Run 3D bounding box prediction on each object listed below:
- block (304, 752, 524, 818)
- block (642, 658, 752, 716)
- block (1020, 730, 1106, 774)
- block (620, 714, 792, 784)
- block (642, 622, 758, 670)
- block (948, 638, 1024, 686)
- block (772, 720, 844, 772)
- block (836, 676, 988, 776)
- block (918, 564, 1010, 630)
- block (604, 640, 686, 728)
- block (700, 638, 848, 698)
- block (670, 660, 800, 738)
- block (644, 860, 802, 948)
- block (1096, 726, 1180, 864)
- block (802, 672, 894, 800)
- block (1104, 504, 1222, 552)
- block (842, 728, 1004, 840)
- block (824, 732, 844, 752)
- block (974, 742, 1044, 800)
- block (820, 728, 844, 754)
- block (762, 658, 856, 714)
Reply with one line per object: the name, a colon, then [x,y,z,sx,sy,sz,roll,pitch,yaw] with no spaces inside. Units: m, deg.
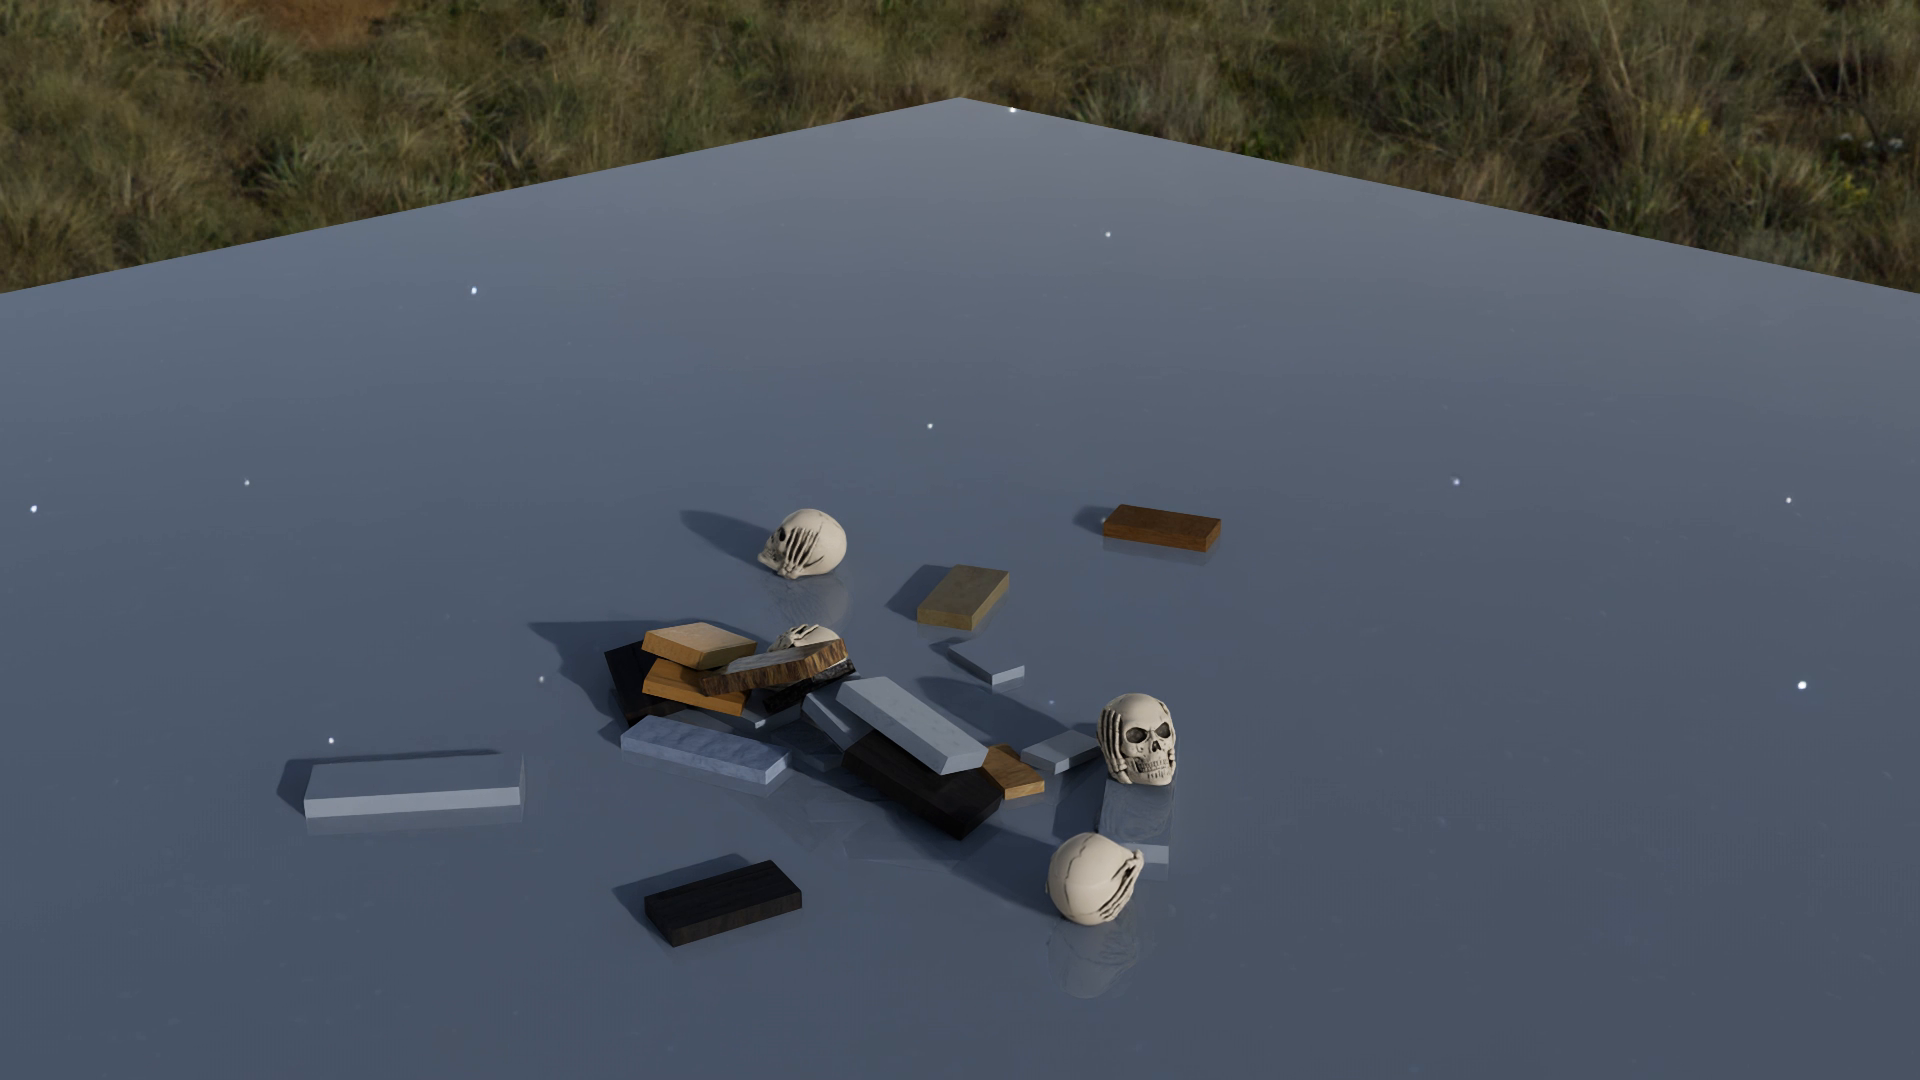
block: [-1.118,0.503,4.522,0.427,0.042,0.147,-3,23,-7]
block: [-0.573,0.322,4.812,0.220,0.031,0.110,14,24,3]
block: [0.218,0.447,4.641,0.090,0.026,0.180,18,21,35]
block: [-0.540,0.444,4.675,0.359,0.031,0.110,11,25,24]
block: [-0.588,0.239,4.988,0.147,0.042,0.293,19,8,17]
block: [0.059,0.279,5.071,0.090,0.026,0.180,-15,27,-31]
block: [-0.314,0.440,4.692,0.087,0.025,0.175,-21,31,-39]
block: [-0.099,0.380,4.532,0.297,0.042,0.148,33,19,29]
block: [0.010,0.139,5.384,0.140,0.040,0.279,8,24,18]
block: [-0.703,0.313,4.906,0.131,0.037,0.262,-18,33,-11]
block: [-0.400,0.274,4.722,0.293,0.042,0.147,-12,9,34]
block: [-0.564,0.331,4.932,0.461,0.037,0.131,20,30,39]
block: [-0.443,0.678,4.115,0.262,0.037,0.131,-13,26,-28]
block: [0.369,0.514,4.499,0.140,0.040,0.485,3,23,7]
block: [-0.178,0.408,4.602,0.149,0.042,0.297,-22,55,-42]
block: [0.532,-0.032,5.786,0.279,0.040,0.140,9,25,21]
block: [-0.076,0.485,4.454,0.297,0.042,0.149,30,33,20]
block: [-0.196,0.435,4.616,0.087,0.025,0.175,-22,54,-42]
block: [0.095,0.482,4.592,0.090,0.026,0.180,-10,25,-23]
block: [-0.240,0.402,4.677,0.087,0.025,0.175,-18,52,-40]
block: [-0.325,0.314,4.724,0.110,0.031,0.220,-23,-4,-37]
